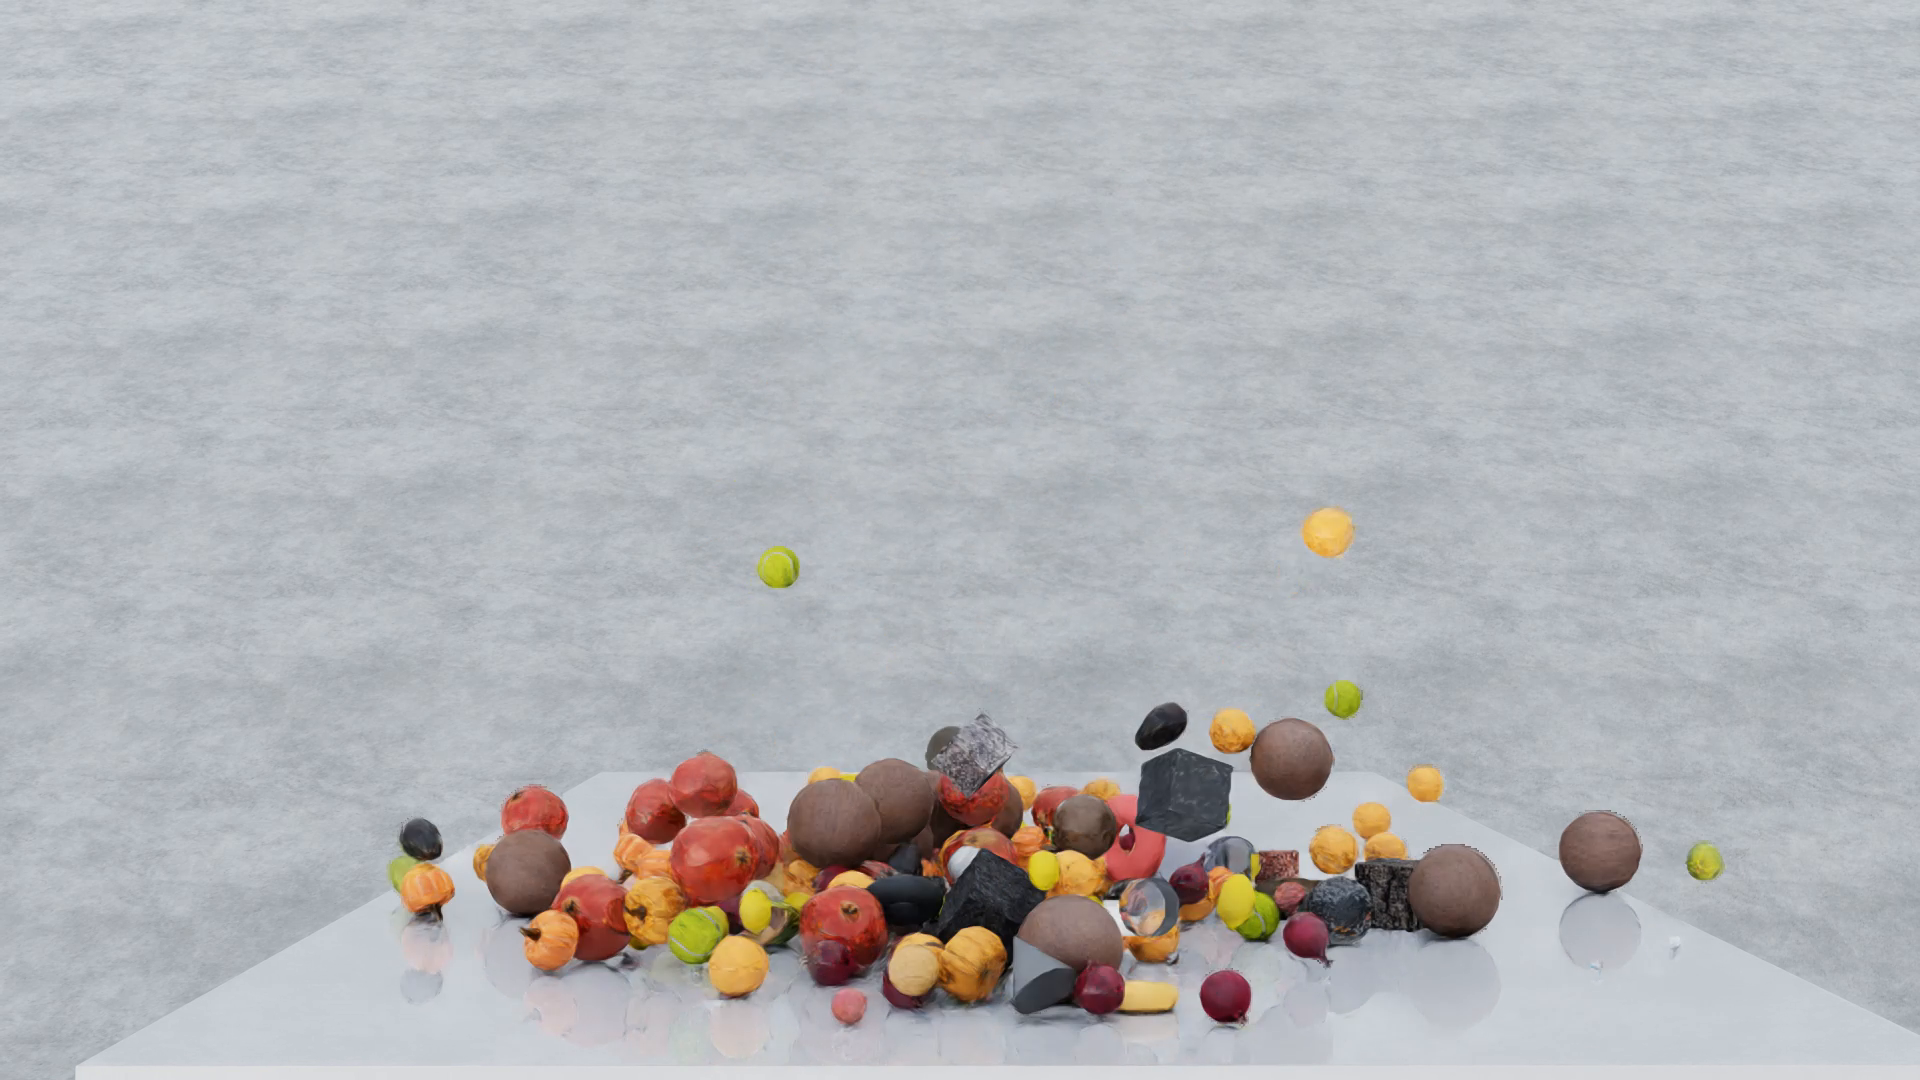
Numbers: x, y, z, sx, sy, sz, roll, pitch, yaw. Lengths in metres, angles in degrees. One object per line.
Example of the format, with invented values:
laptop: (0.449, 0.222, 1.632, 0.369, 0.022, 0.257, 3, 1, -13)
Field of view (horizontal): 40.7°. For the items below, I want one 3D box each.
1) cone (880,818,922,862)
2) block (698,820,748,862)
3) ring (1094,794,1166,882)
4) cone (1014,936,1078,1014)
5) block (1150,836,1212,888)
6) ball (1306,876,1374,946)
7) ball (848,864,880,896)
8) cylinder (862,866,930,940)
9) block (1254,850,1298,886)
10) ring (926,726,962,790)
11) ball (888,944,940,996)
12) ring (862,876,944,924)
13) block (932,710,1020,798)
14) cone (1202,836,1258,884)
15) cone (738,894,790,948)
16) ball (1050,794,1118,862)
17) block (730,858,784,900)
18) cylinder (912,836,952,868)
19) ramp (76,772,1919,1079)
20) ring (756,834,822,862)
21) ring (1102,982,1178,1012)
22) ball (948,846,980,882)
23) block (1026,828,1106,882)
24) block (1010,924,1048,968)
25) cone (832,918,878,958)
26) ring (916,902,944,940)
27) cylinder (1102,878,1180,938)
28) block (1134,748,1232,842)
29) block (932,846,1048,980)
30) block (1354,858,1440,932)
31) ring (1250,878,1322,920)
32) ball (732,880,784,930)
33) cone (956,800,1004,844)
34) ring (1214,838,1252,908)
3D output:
cone: (-0.088, 0.556, 4.633, 0.083, 0.083, 0.083, -13, 33, -20)
block: (-0.341, 0.433, 3.724, 0.056, 0.056, 0.056, 0, -8, -22)
ring: (0.264, 0.471, 4.079, 0.048, 0.143, 0.143, 4, 21, -47)
cone: (0.081, 0.493, 3.021, 0.083, 0.083, 0.083, -15, 51, -23)
block: (0.338, 0.498, 4.139, 0.086, 0.086, 0.086, -34, 74, -11)
ball: (0.528, 0.515, 3.600, 0.095, 0.095, 0.095, 0, 32, 0)
ball: (-0.151, 0.543, 4.134, 0.053, 0.053, 0.053, 0, 32, 0)
cylinder: (-0.083, 0.496, 3.533, 0.073, 0.073, 0.073, 36, 28, -17)
block: (0.525, 0.544, 4.297, 0.054, 0.054, 0.054, -1, -1, 34)
ring: (-0.013, 0.460, 5.469, 0.135, 0.135, 0.045, 23, 16, 32)
ball: (-0.054, 0.503, 3.030, 0.060, 0.060, 0.060, 0, 32, 0)
ring: (-0.075, 0.471, 3.388, 0.108, 0.108, 0.036, -2, 58, -3)
block: (0.022, 0.306, 3.696, 0.075, 0.075, 0.075, 45, 50, 7)
cone: (0.457, 0.551, 4.306, 0.092, 0.092, 0.092, -8, 61, 14)
cone: (-0.281, 0.505, 3.521, 0.070, 0.070, 0.070, -31, 25, 16)
ball: (0.177, 0.412, 3.704, 0.096, 0.096, 0.096, 0, 32, 0)
block: (-0.315, 0.533, 4.015, 0.068, 0.068, 0.068, -2, 0, -17)
cylinder: (-0.048, 0.548, 4.548, 0.052, 0.052, 0.052, 16, 6, 24)
ramp: (0.071, 0.627, 4.718, 2.000, 0.100, 4.000, 0, -1, 0)
ring: (-0.308, 0.556, 4.681, 0.122, 0.041, 0.122, -1, -1, 0)
ring: (0.213, 0.541, 3.070, 0.092, 0.031, 0.092, 0, -5, 0)
ball: (0.012, 0.475, 3.772, 0.059, 0.059, 0.059, 0, 32, 0)
block: (0.176, 0.522, 4.312, 0.087, 0.087, 0.087, 1, -11, -43)
block: (0.062, 0.508, 3.352, 0.060, 0.060, 0.060, 23, 30, -48)
cone: (-0.148, 0.548, 3.488, 0.058, 0.058, 0.058, -27, 33, 6)
ring: (-0.023, 0.541, 3.699, 0.141, 0.047, 0.141, 1, -1, 0)
cylinder: (0.234, 0.476, 3.353, 0.076, 0.076, 0.076, -14, -3, -21)
block: (0.314, 0.359, 3.637, 0.093, 0.093, 0.093, 19, 63, -21)
block: (0.038, 0.467, 3.240, 0.097, 0.097, 0.097, 30, 33, -7)
block: (0.640, 0.519, 3.797, 0.092, 0.092, 0.092, -1, -1, 35)
ring: (0.511, 0.542, 3.906, 0.148, 0.049, 0.148, 0, 0, 0)
ball: (-0.289, 0.526, 3.716, 0.076, 0.076, 0.076, 0, 32, 0)
cone: (0.046, 0.548, 4.913, 0.090, 0.090, 0.090, -6, 9, -9)
ring: (0.421, 0.514, 4.004, 0.036, 0.109, 0.109, 10, 31, -10)
